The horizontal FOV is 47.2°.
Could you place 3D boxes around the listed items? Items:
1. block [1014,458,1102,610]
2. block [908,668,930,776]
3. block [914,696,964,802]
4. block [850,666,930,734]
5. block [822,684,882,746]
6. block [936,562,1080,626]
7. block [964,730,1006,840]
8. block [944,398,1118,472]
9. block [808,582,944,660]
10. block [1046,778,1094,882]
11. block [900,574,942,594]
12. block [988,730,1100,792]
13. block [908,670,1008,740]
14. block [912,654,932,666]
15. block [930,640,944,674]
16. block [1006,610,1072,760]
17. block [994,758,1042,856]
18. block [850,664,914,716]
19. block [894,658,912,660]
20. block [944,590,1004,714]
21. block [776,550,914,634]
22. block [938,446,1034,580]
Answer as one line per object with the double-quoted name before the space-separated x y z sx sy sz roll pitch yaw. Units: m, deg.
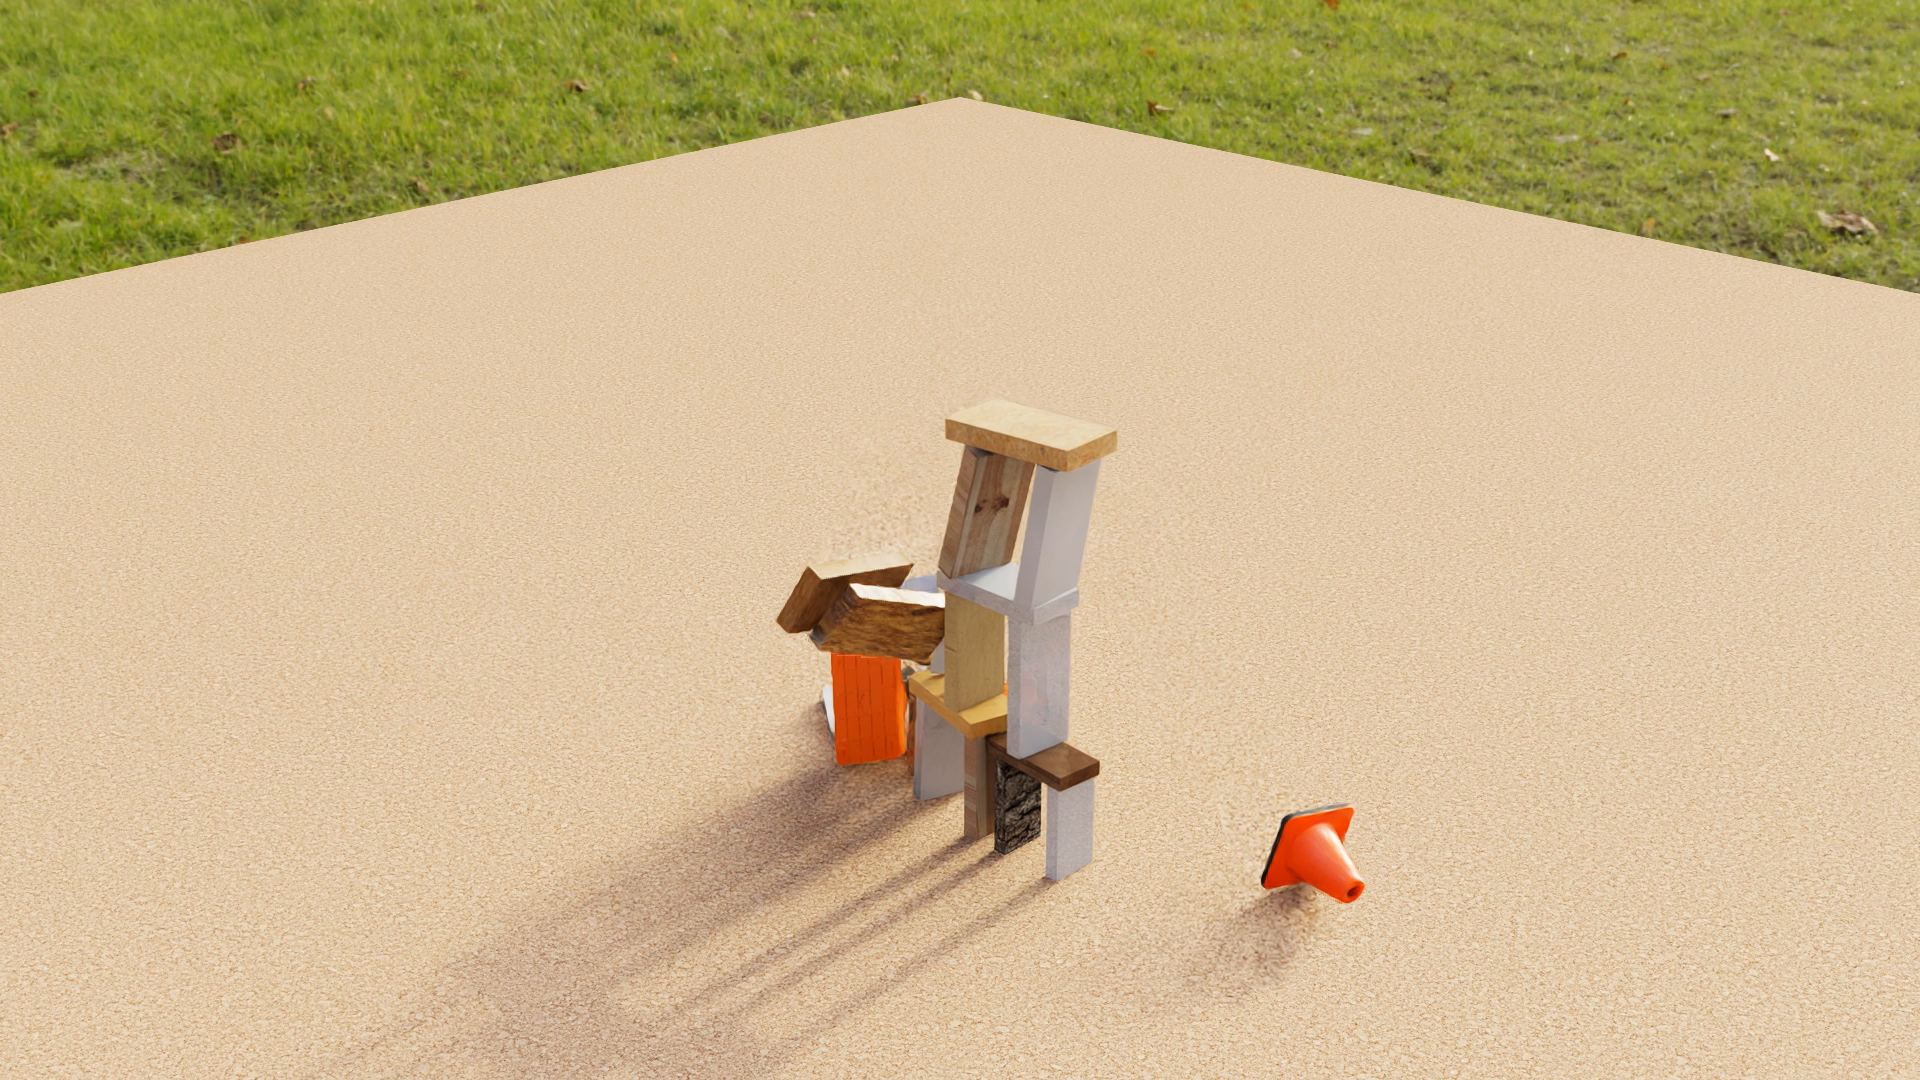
"block" 0.178 -0.025 4.010 0.041 0.286 0.143 28 35 31
"block" -0.066 0.376 4.593 0.031 0.218 0.109 15 26 29
"block" -0.030 0.411 4.483 0.120 0.239 0.034 -11 30 -24
"block" -0.135 0.333 4.671 0.218 0.031 0.109 -37 2 42
"block" -0.239 0.381 4.823 0.109 0.031 0.218 -4 23 -8
"block" 0.089 0.091 4.153 0.253 0.036 0.126 21 31 40
"block" 0.062 0.465 4.358 0.034 0.239 0.120 21 31 41
"block" 0.127 -0.192 3.986 0.286 0.041 0.143 17 29 38
"block" -0.136 0.159 4.218 0.321 0.138 0.039 9 36 -51
"block" 0.211 0.542 4.220 0.103 0.206 0.029 -21 31 -40
"block" -0.099 0.141 4.483 0.138 0.039 0.275 -12 -19 2
"block" 0.159 0.415 4.217 0.103 0.029 0.206 -19 29 -37
"block" 0.010 0.317 4.355 0.120 0.034 0.239 -13 27 -28
"block" -0.015 0.243 4.534 0.158 0.022 0.079 0 -9 12
"block" -0.030 0.220 4.401 0.048 0.096 0.014 0 17 -39
"block" 0.149 0.262 4.167 0.126 0.291 0.036 -18 29 -36
"block" 0.114 0.504 4.309 0.029 0.206 0.103 21 31 40
"block" -0.165 0.322 4.704 0.079 0.022 0.157 -40 2 -41
"block" -0.081 0.207 4.567 0.079 0.158 0.022 -2 65 -20
"block" 0.029 0.198 4.269 0.126 0.253 0.036 -20 30 -38
"block" -0.216 0.098 4.173 0.039 0.138 0.275 45 30 25
"block" 0.053 -0.064 4.107 0.143 0.286 0.041 -15 46 -31
